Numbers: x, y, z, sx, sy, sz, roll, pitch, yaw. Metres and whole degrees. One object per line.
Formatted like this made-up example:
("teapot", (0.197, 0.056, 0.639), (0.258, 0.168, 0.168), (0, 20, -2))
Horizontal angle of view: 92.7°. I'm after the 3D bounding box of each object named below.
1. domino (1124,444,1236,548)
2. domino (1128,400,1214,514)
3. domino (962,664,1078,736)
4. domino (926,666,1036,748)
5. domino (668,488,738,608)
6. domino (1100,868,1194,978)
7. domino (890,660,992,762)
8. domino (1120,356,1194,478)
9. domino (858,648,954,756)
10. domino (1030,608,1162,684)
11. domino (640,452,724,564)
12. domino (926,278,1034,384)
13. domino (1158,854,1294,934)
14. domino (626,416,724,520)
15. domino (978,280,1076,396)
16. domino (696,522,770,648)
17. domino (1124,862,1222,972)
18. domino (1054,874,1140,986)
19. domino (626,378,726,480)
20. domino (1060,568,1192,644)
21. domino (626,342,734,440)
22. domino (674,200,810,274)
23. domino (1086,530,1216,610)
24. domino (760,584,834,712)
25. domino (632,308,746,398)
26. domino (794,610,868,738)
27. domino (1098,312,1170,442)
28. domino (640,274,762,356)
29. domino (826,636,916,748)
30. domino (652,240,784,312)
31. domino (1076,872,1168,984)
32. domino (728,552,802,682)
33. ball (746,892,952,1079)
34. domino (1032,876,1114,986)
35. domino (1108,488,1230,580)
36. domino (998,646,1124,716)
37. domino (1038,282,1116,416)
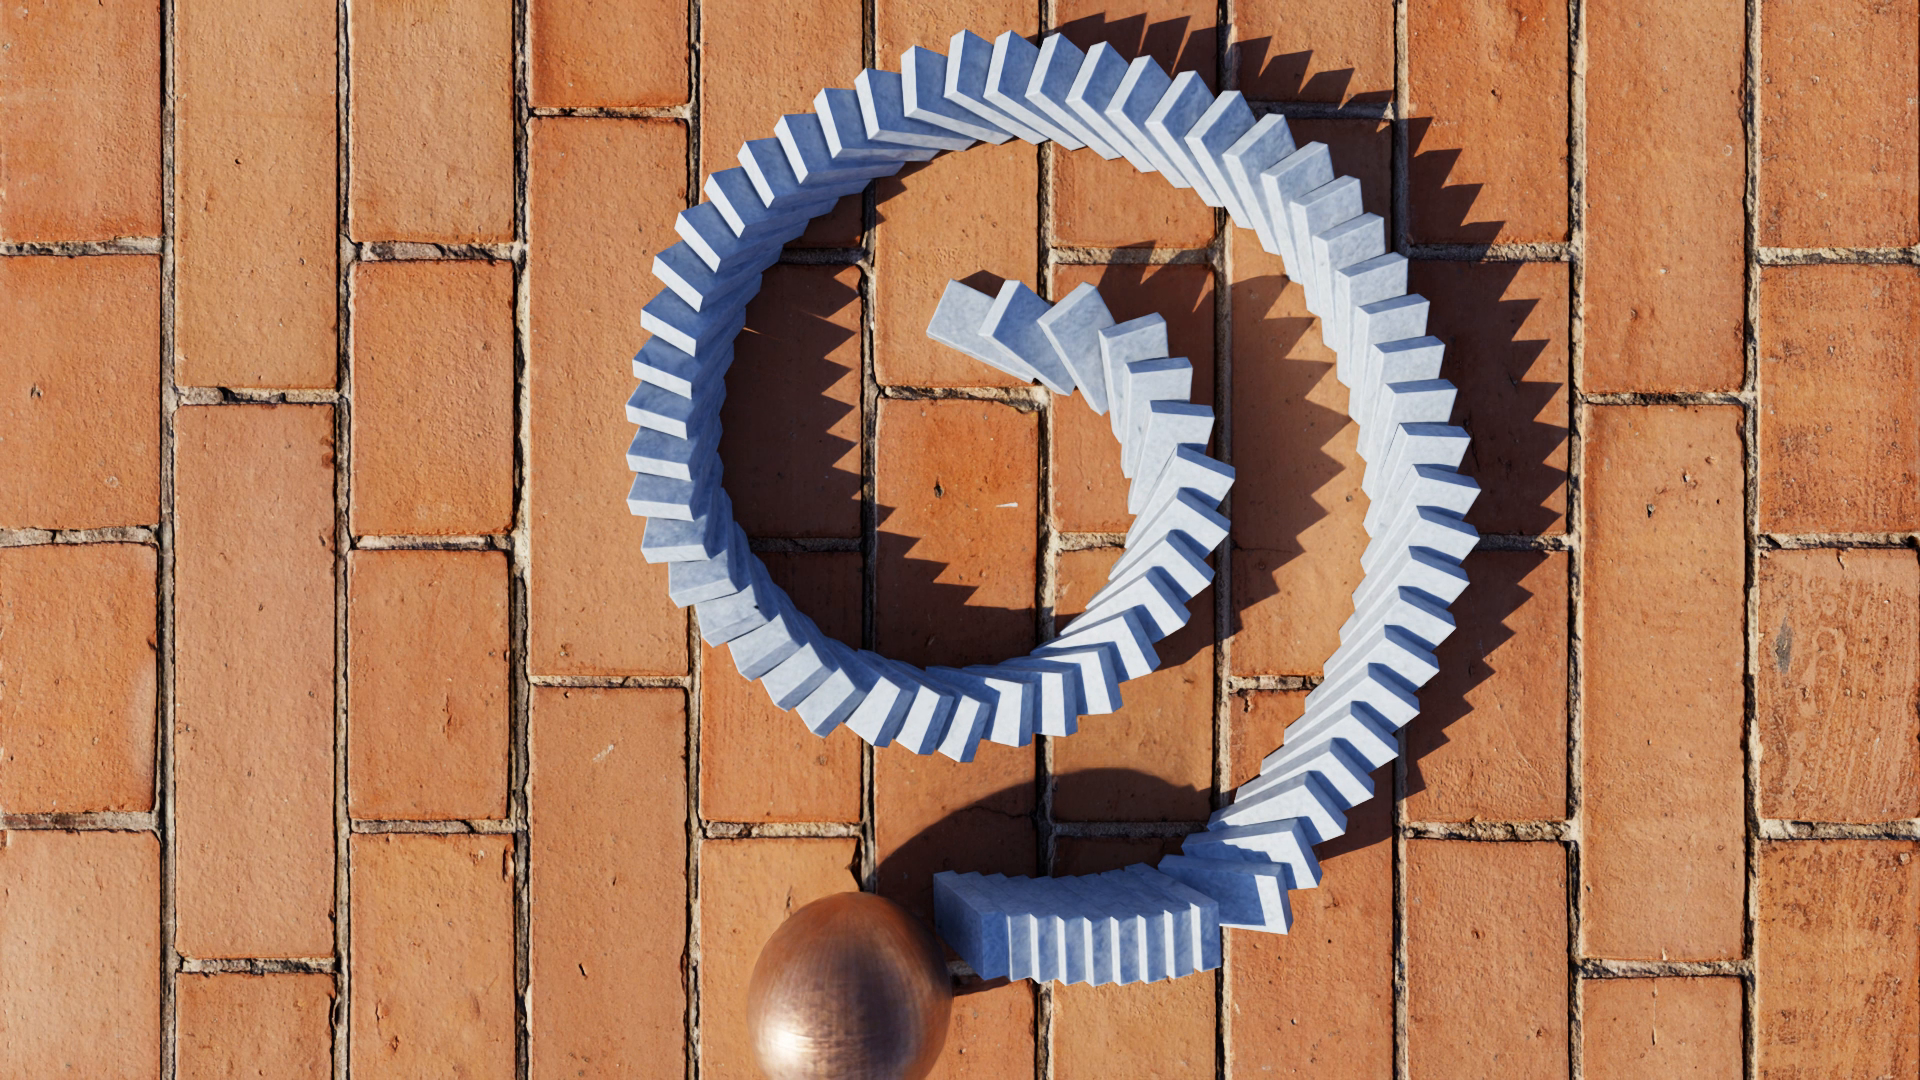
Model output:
("domino", (0.091, -0.013, 0.381), (0.025, 0.010, 0.050), (22, 128, 0))
("domino", (0.087, -0.033, 0.381), (0.025, 0.009, 0.050), (5, 128, 0))
("domino", (0.024, 0.066, 0.381), (0.050, 0.010, 0.025), (-3, 91, 38))
("domino", (0.007, 0.068, 0.381), (0.050, 0.010, 0.025), (4, 90, 38))
("domino", (-0.107, 0.002, 0.381), (0.025, 0.009, 0.050), (-16, 52, 0))
("domino", (0.076, 0.156, 0.375), (0.010, 0.050, 0.025), (-2, 90, -24))
("domino", (-0.012, 0.070, 0.381), (0.050, 0.010, 0.025), (20, 90, 37))
("domino", (0.081, -0.050, 0.381), (0.025, 0.009, 0.050), (-6, 129, -1))
("domino", (-0.027, 0.066, 0.380), (0.050, 0.010, 0.025), (22, 92, 39))
("domino", (0.055, 0.049, 0.381), (0.050, 0.009, 0.025), (-28, 90, 39))
("domino", (-0.115, -0.014, 0.381), (0.025, 0.009, 0.050), (-4, 53, 1))
("domino", (0.014, -0.090, 0.395), (0.050, 0.010, 0.025), (25, 90, 0))
("domino", (0.109, 0.146, 0.380), (0.050, 0.010, 0.025), (-8, 99, 36))
("domino", (-0.118, -0.032, 0.381), (0.025, 0.009, 0.050), (6, 53, 1))
("domino", (0.033, -0.083, 0.381), (0.050, 0.010, 0.025), (28, 88, -37))
("domino", (-0.098, 0.018, 0.381), (0.025, 0.009, 0.050), (-25, 53, 0))
("domino", (0.086, 0.153, 0.375), (0.009, 0.050, 0.025), (-3, 90, -24))
("domino", (0.055, 0.158, 0.375), (0.009, 0.050, 0.025), (-2, 90, -24))
("domino", (-0.117, -0.049, 0.381), (0.025, 0.009, 0.050), (10, 53, 0))
("domino", (0.068, 0.035, 0.381), (0.025, 0.010, 0.050), (50, 127, 0))
("domino", (-0.116, -0.066, 0.381), (0.025, 0.010, 0.050), (17, 53, 0))
("domino", (-0.090, -0.131, 0.381), (0.025, 0.010, 0.050), (49, 53, 1))
("domino", (0.078, 0.021, 0.381), (0.025, 0.009, 0.050), (44, 127, 0))
("domino", (-0.075, 0.044, 0.381), (0.025, 0.010, 0.050), (-40, 53, 0))
("domino", (-0.112, -0.083, 0.381), (0.025, 0.009, 0.050), (22, 53, 0))
("domino", (-0.062, 0.055, 0.381), (0.025, 0.010, 0.050), (-45, 53, 0))
("domino", (0.074, -0.067, 0.380), (0.025, 0.010, 0.050), (-17, 129, -1))
("domino", (-0.107, -0.100, 0.381), (0.025, 0.009, 0.050), (30, 53, 0))
("domino", (-0.044, 0.062, 0.380), (0.050, 0.010, 0.025), (27, 91, 39))
("domino", (-0.100, -0.117, 0.381), (0.025, 0.010, 0.050), (41, 53, 0))
("domino", (0.065, 0.158, 0.375), (0.010, 0.050, 0.025), (-2, 90, -24))
("domino", (-0.086, 0.031, 0.381), (0.025, 0.010, 0.050), (-33, 53, 0))
("ball", (-0.043, 0.181, 0.360), (0.080, 0.080, 0.080), (0, 90, 0))
("domino", (0.045, 0.159, 0.375), (0.010, 0.050, 0.025), (-2, 90, -24))
("domino", (0.086, 0.004, 0.381), (0.025, 0.010, 0.050), (33, 128, -1))
("domino", (0.041, 0.060, 0.381), (0.050, 0.010, 0.025), (-13, 91, 39))
("domino", (0.055, -0.079, 0.382), (0.025, 0.009, 0.050), (-39, 125, 0))
